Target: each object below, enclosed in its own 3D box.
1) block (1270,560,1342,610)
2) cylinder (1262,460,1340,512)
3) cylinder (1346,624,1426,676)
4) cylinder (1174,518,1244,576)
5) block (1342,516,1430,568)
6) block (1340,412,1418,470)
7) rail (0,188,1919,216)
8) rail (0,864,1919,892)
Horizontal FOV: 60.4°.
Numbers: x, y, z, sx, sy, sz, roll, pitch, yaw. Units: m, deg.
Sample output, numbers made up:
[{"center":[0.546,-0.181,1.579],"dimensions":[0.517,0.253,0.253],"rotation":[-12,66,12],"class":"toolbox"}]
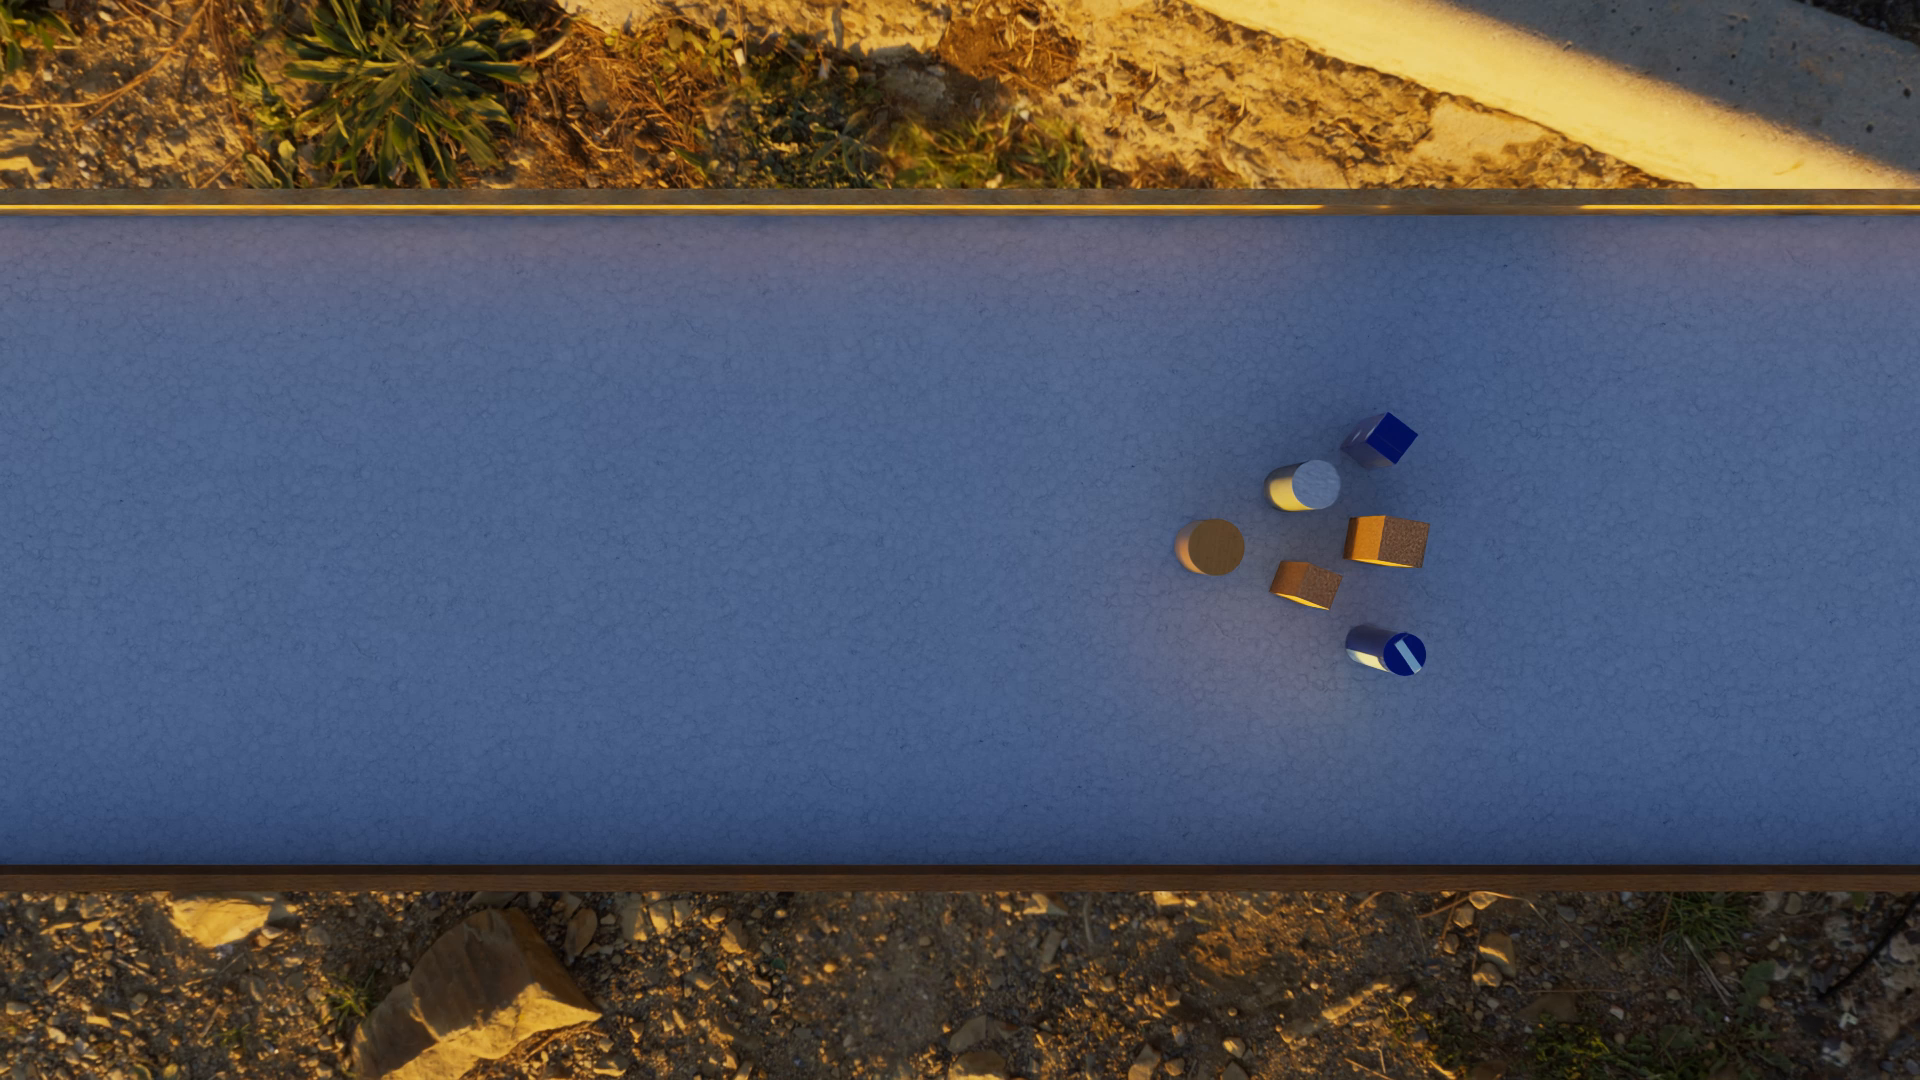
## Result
[{"center":[1.017,0.131,4.871],"dimensions":[0.103,0.412,0.103],"rotation":[21,90,0],"class":"block"},{"center":[1.001,-0.156,4.855],"dimensions":[0.139,0.444,0.139],"rotation":[0,90,0],"class":"cylinder"},{"center":[1.245,0.320,4.847],"dimensions":[0.120,0.460,0.120],"rotation":[0,90,0],"class":"cylinder"},{"center":[0.741,0.021,4.923],"dimensions":[0.165,0.307,0.165],"rotation":[0,90,0],"class":"cylinder"},{"center":[1.252,0.005,4.865],"dimensions":[0.129,0.423,0.129],"rotation":[10,90,0],"class":"block"},{"center":[1.244,-0.293,4.913],"dimensions":[0.109,0.327,0.109],"rotation":[37,90,0],"class":"block"},{"center":[-2.247,-1.025,5.002],"dimensions":[12.000,0.150,0.050],"rotation":[0,90,0],"class":"rail"},{"center":[-2.247,1.025,5.001],"dimensions":[12.000,0.150,0.050],"rotation":[0,90,0],"class":"rail"}]
